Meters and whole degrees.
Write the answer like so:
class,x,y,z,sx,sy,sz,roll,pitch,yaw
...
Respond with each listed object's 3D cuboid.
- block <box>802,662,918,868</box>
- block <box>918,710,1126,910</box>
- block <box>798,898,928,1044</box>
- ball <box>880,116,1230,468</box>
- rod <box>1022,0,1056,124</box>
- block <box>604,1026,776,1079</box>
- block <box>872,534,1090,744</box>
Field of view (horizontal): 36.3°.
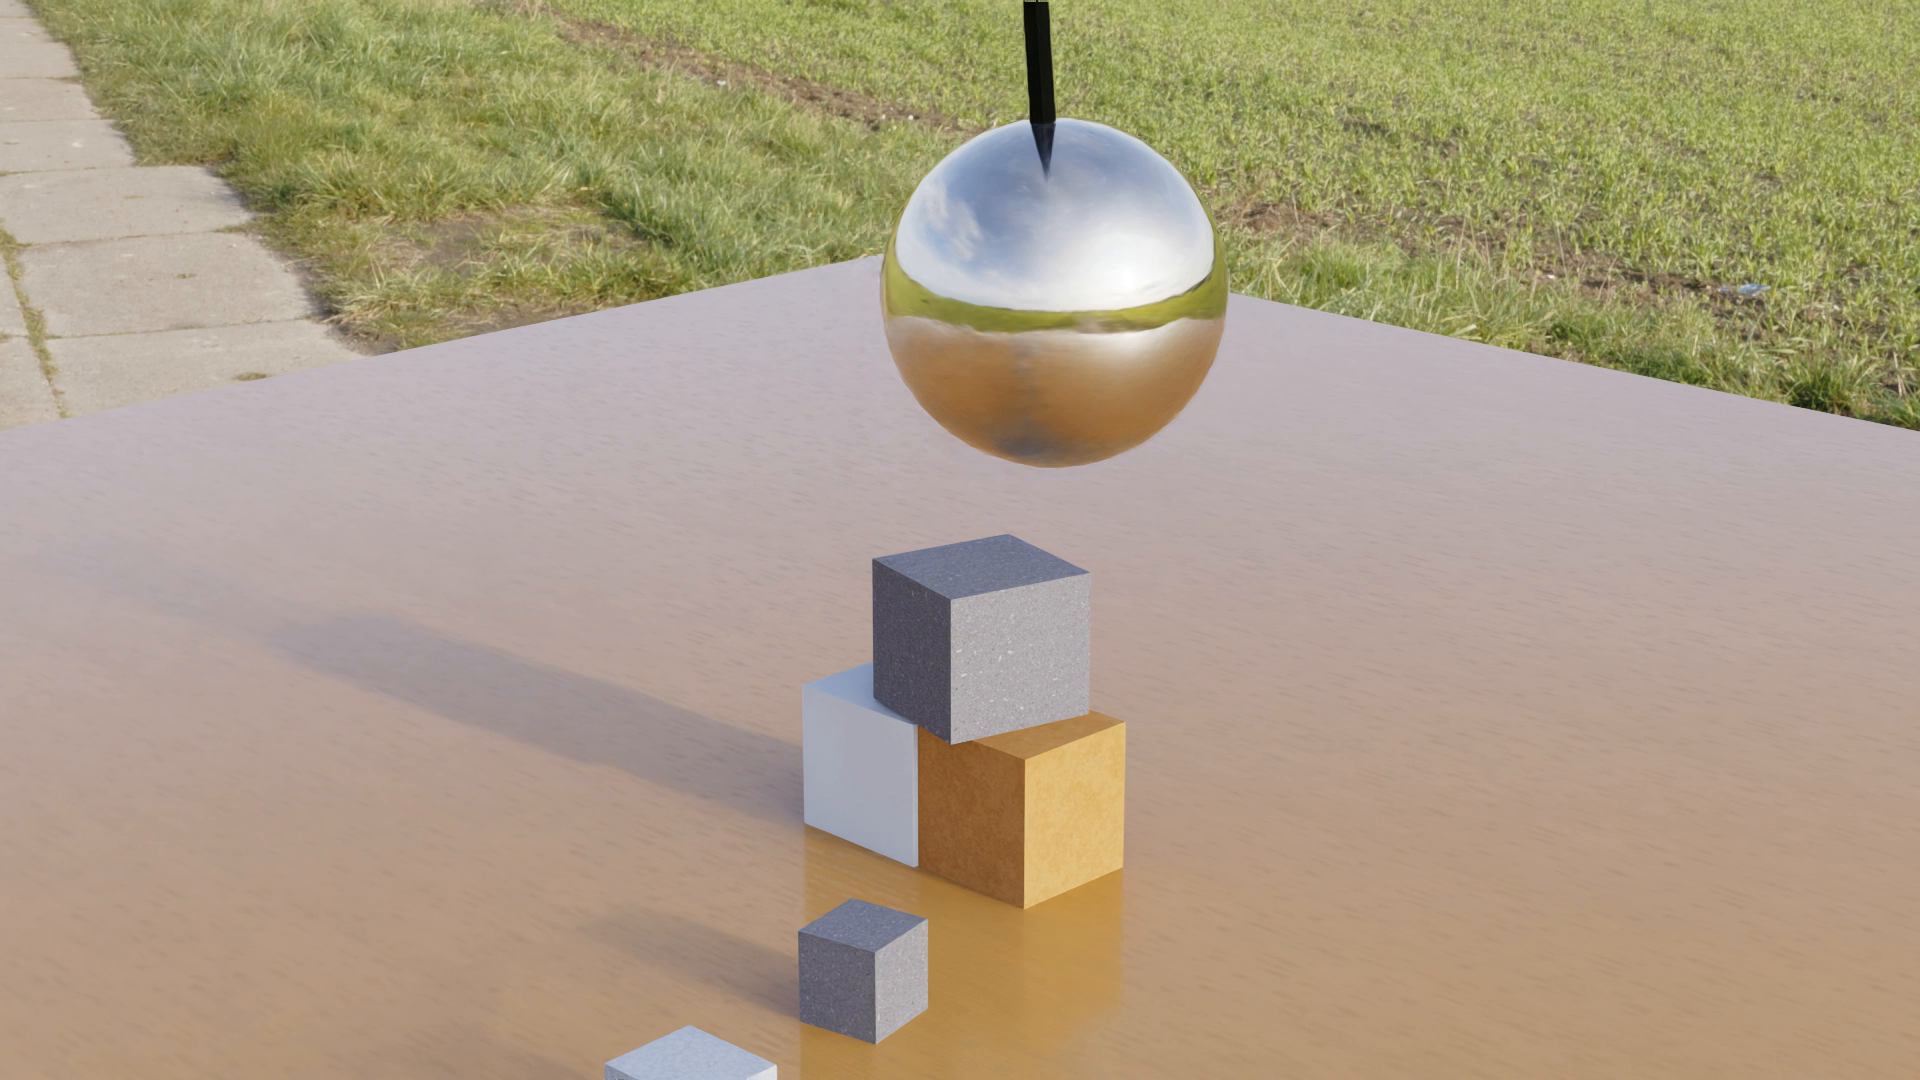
class,x,y,z,sx,sy,sz,roll,pitch,yaw
block,-0.223,1.020,13.928,0.748,0.703,0.730,17,24,42
block,0.281,1.166,13.437,0.660,0.718,0.676,-17,24,-42
block,-0.396,1.767,12.044,0.379,0.408,0.383,11,20,31
ball,0.430,-1.131,13.437,1.600,1.600,1.600,0,17,0
rod,0.186,-4.285,12.190,0.080,5.200,0.080,17,30,42
block,-0.994,2.130,10.883,0.475,0.410,0.423,15,23,40
block,0.094,0.441,13.415,0.737,0.680,0.695,-10,20,-30
